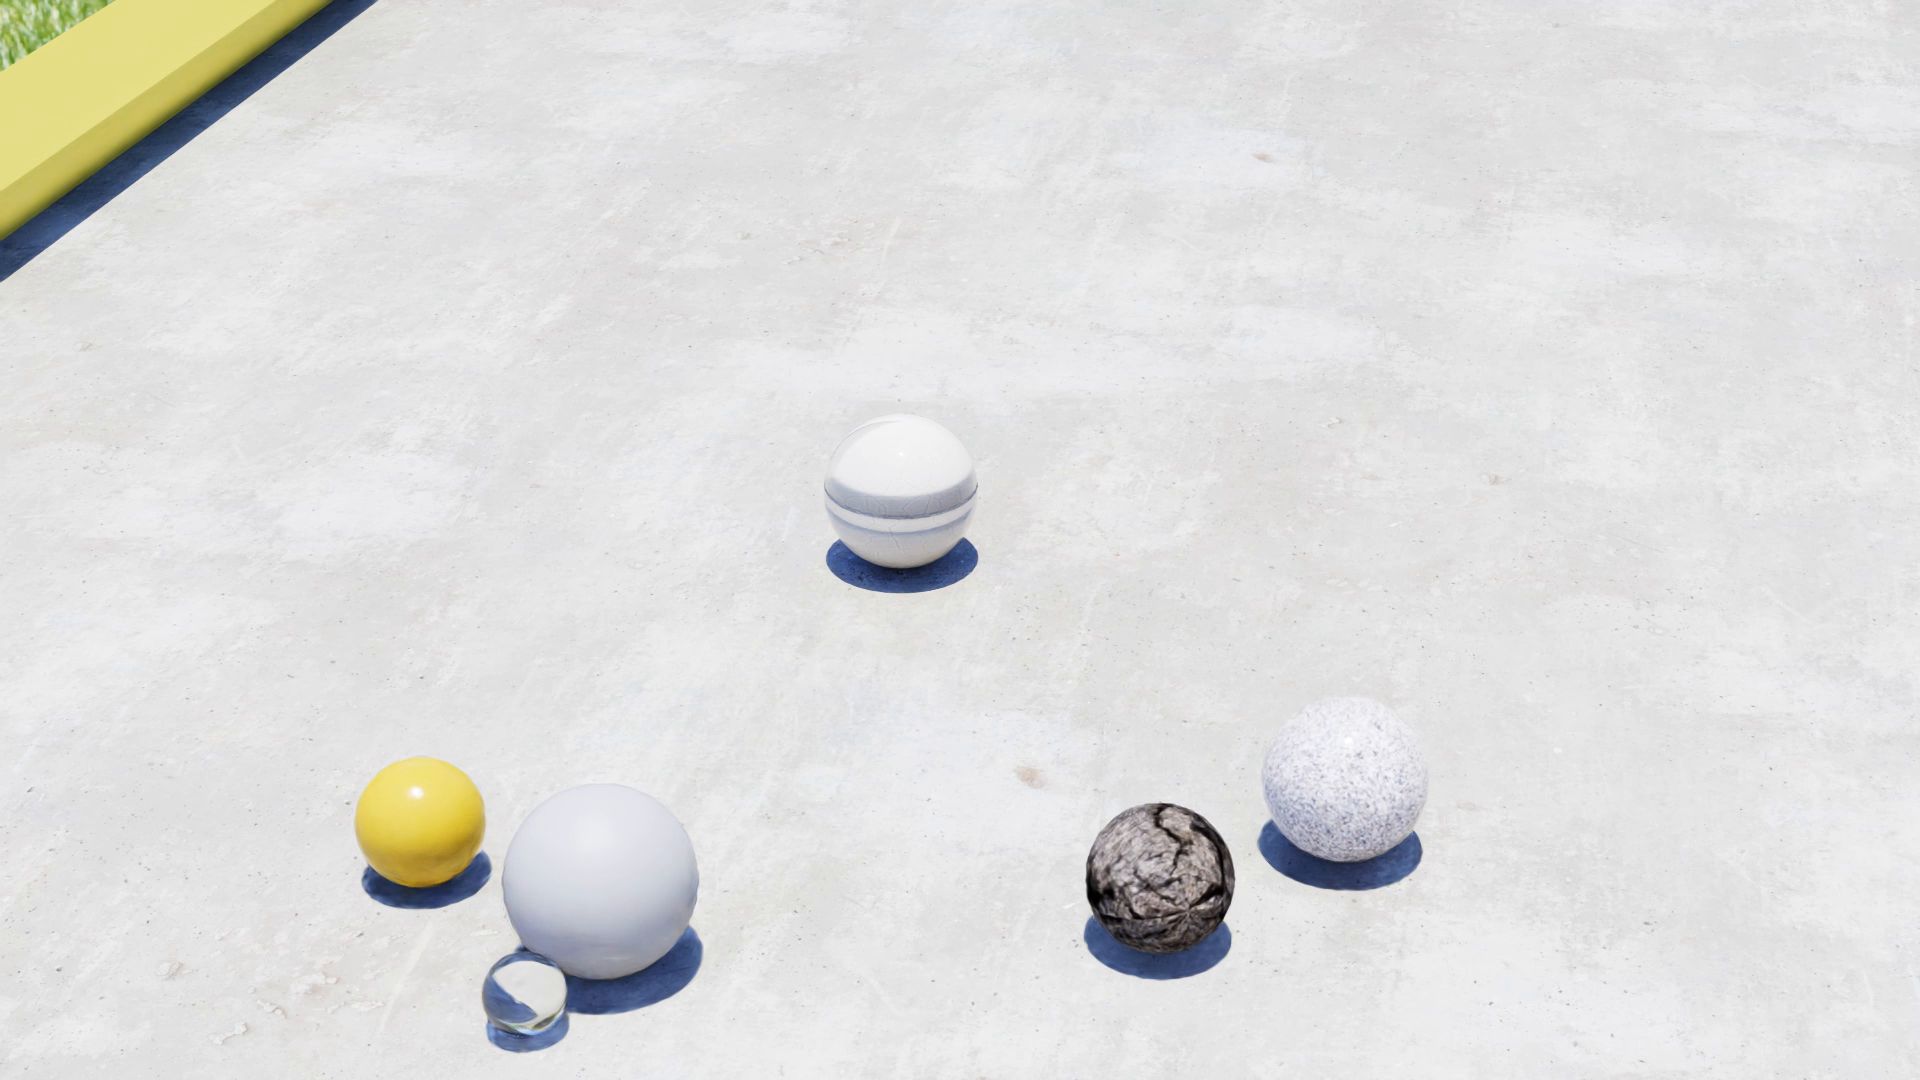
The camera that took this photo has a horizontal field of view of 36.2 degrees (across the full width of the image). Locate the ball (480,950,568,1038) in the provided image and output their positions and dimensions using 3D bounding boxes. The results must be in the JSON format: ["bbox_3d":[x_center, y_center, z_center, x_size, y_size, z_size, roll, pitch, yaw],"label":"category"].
[{"bbox_3d":[-0.205,0.214,1.386,0.040,0.040,0.040,0,27,0],"label":"ball"}]

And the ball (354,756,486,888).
[{"bbox_3d":[-0.274,0.143,1.495,0.067,0.067,0.067,0,27,0],"label":"ball"}]

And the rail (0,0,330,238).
[{"bbox_3d":[-0.638,-0.474,2.624,0.045,0.123,3.298,6,28,11],"label":"rail"}]

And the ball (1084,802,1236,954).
[{"bbox_3d":[0.098,0.166,1.443,0.074,0.074,0.074,0,27,0],"label":"ball"}]

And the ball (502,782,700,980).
[{"bbox_3d":[-0.174,0.165,1.422,0.095,0.095,0.095,0,27,0],"label":"ball"}]

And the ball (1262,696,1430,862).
[{"bbox_3d":[0.198,0.123,1.513,0.086,0.086,0.086,0,27,0],"label":"ball"}]

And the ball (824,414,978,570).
[{"bbox_3d":[-0.036,-0.030,1.798,0.095,0.095,0.095,0,27,0],"label":"ball"}]
